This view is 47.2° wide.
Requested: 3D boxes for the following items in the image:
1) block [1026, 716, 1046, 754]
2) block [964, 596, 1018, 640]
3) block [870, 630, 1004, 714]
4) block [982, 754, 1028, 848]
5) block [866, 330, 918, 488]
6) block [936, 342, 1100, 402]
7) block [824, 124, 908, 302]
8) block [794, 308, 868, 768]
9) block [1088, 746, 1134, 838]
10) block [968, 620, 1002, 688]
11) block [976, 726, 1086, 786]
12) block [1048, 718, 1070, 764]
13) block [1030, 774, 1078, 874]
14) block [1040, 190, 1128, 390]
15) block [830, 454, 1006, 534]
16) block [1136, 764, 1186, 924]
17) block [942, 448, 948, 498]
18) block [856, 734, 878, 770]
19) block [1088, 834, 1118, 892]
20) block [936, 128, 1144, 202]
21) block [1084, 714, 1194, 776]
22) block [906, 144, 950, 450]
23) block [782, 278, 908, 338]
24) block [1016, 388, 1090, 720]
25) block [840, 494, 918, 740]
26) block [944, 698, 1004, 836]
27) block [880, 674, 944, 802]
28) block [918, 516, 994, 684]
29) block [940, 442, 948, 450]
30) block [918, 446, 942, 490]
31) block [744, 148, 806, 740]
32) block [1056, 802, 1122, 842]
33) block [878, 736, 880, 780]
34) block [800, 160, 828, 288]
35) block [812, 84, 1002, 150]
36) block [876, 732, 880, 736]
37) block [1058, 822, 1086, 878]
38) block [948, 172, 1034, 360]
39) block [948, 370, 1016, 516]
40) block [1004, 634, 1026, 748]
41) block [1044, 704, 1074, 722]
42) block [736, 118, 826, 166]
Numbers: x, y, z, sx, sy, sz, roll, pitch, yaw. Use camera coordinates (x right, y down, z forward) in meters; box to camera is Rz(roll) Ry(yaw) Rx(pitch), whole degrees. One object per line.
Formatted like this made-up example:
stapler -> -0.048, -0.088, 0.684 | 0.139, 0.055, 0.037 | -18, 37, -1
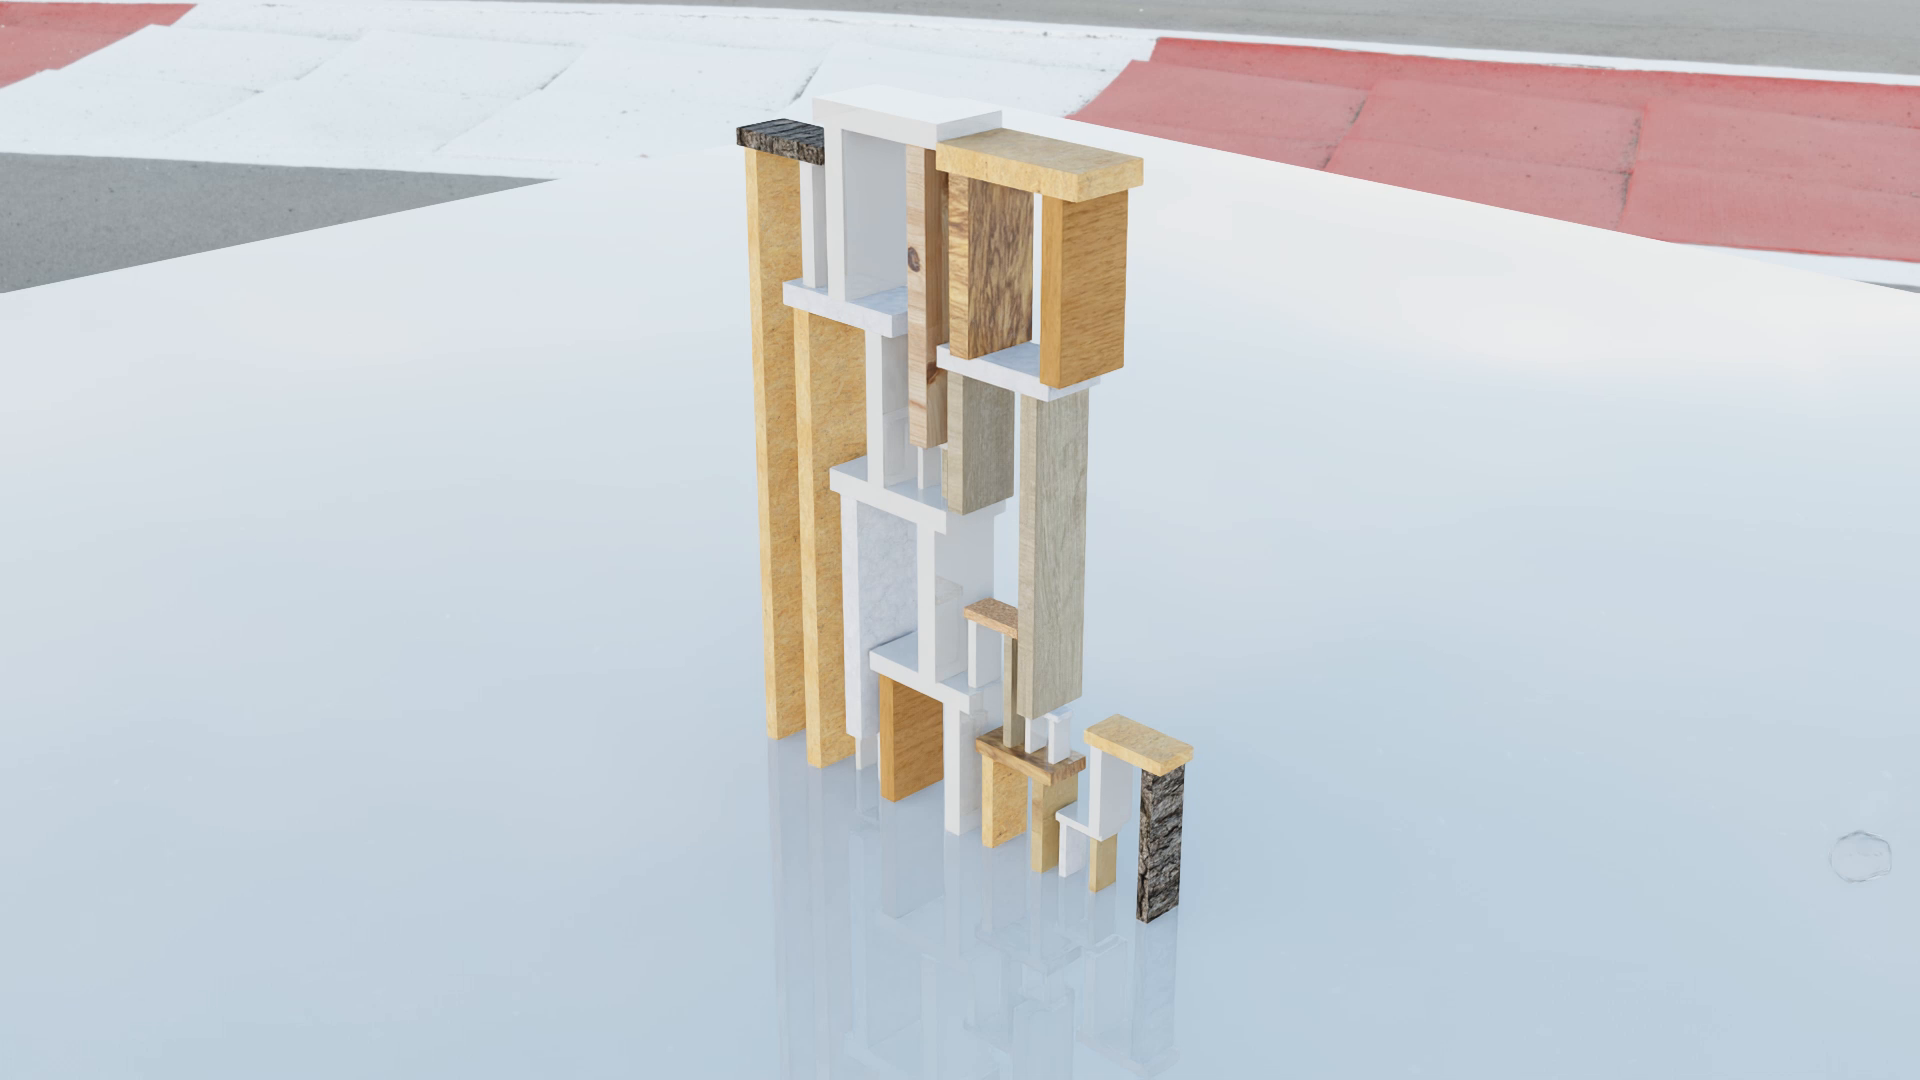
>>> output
block -> 0.146, 0.359, 4.216 | 0.046, 0.092, 0.013 | -21, 31, -41
block -> 0.082, 0.148, 4.198 | 0.142, 0.020, 0.071 | 21, 31, 40
block -> -0.032, 0.260, 4.375 | 0.282, 0.040, 0.141 | 21, 31, 41
block -> 0.089, 0.498, 4.332 | 0.028, 0.199, 0.099 | 21, 31, 41
block -> -0.108, -0.268, 4.225 | 0.044, 0.308, 0.154 | 21, 31, 41
block -> 0.105, -0.317, 3.975 | 0.139, 0.039, 0.277 | -21, 31, -40
block -> -0.175, -0.630, 4.151 | 0.165, 0.329, 0.047 | -21, 31, -40
block -> -0.253, -0.006, 4.495 | 0.044, 1.000, 0.154 | 21, 31, 41
block -> 0.283, 0.454, 4.112 | 0.026, 0.184, 0.092 | 21, 31, 41
block -> 0.048, 0.210, 4.260 | 0.071, 0.142, 0.020 | -21, 31, -41
block -> 0.136, 0.412, 4.245 | 0.199, 0.028, 0.099 | 21, 31, 41
block -> 0.189, 0.376, 4.176 | 0.046, 0.092, 0.013 | -21, 31, -41
block -> 0.183, 0.535, 4.246 | 0.028, 0.199, 0.099 | 21, 31, 41
block -> 0.214, -0.443, 3.793 | 0.167, 0.334, 0.047 | -21, 31, -40
block -> -0.084, -0.098, 4.279 | 0.325, 0.046, 0.162 | 21, 31, 40
block -> 0.370, 0.550, 4.058 | 0.026, 0.318, 0.092 | 21, 31, 41
block -> -0.012, -0.133, 4.175 | 0.050, 0.099, 0.014 | -22, 31, -40
block -> -0.196, 0.428, 4.622 | 0.014, 0.102, 0.051 | 21, 31, 41
block -> 0.272, 0.607, 4.181 | 0.017, 0.117, 0.059 | 21, 31, 41
block -> 0.135, -0.649, 3.792 | 0.167, 0.047, 0.334 | -21, 31, -40
block -> 0.327, 0.374, 4.031 | 0.092, 0.026, 0.185 | -21, 31, -41
block -> -0.021, -0.459, 4.054 | 0.165, 0.568, 0.047 | -21, 31, -40
block -> -0.181, -0.458, 4.224 | 0.154, 0.044, 0.308 | -21, 31, -40
block -> 0.170, 0.020, 4.048 | 0.139, 0.638, 0.039 | -21, 31, -40
block -> -0.161, 0.137, 4.462 | 0.046, 0.530, 0.162 | 21, 31, 41
block -> 0.034, 0.434, 4.377 | 0.040, 0.282, 0.141 | 21, 31, 41
block -> -0.098, 0.382, 4.499 | 0.040, 0.282, 0.141 | 21, 31, 41
block -> -0.007, 0.102, 4.281 | 0.046, 0.325, 0.162 | 21, 31, 41
block -> -0.035, -0.194, 4.174 | 0.049, 0.014, 0.099 | -21, 31, -40
block -> -0.058, -0.151, 4.218 | 0.014, 0.099, 0.049 | 21, 31, 41
block -> -0.363, -0.181, 4.541 | 0.034, 1.287, 0.122 | 21, 31, 41
block -> 0.245, 0.534, 4.180 | 0.117, 0.017, 0.058 | 21, 31, 41
block -> -0.148, 0.447, 4.578 | 0.014, 0.102, 0.051 | 21, 31, 41
block -> -0.248, -0.617, 4.231 | 0.121, 0.243, 0.034 | -21, 31, -41
block -> -0.098, -0.772, 4.006 | 0.165, 0.047, 0.329 | -21, 31, -40
block -> -0.172, 0.384, 4.578 | 0.102, 0.014, 0.051 | 21, 31, 41
block -> 0.217, 0.585, 4.232 | 0.017, 0.117, 0.058 | 21, 31, 41
block -> 0.057, -0.504, 3.939 | 0.167, 0.334, 0.047 | -21, 31, -40
block -> 0.040, -0.197, 4.098 | 0.139, 0.277, 0.039 | -22, 32, -40
block -> 0.116, 0.280, 4.217 | 0.020, 0.237, 0.071 | 21, 31, 41
block -> 0.167, 0.319, 4.176 | 0.046, 0.013, 0.092 | -21, 31, -41
block -> -0.306, -0.767, 4.230 | 0.121, 0.034, 0.243 | -21, 31, -41
